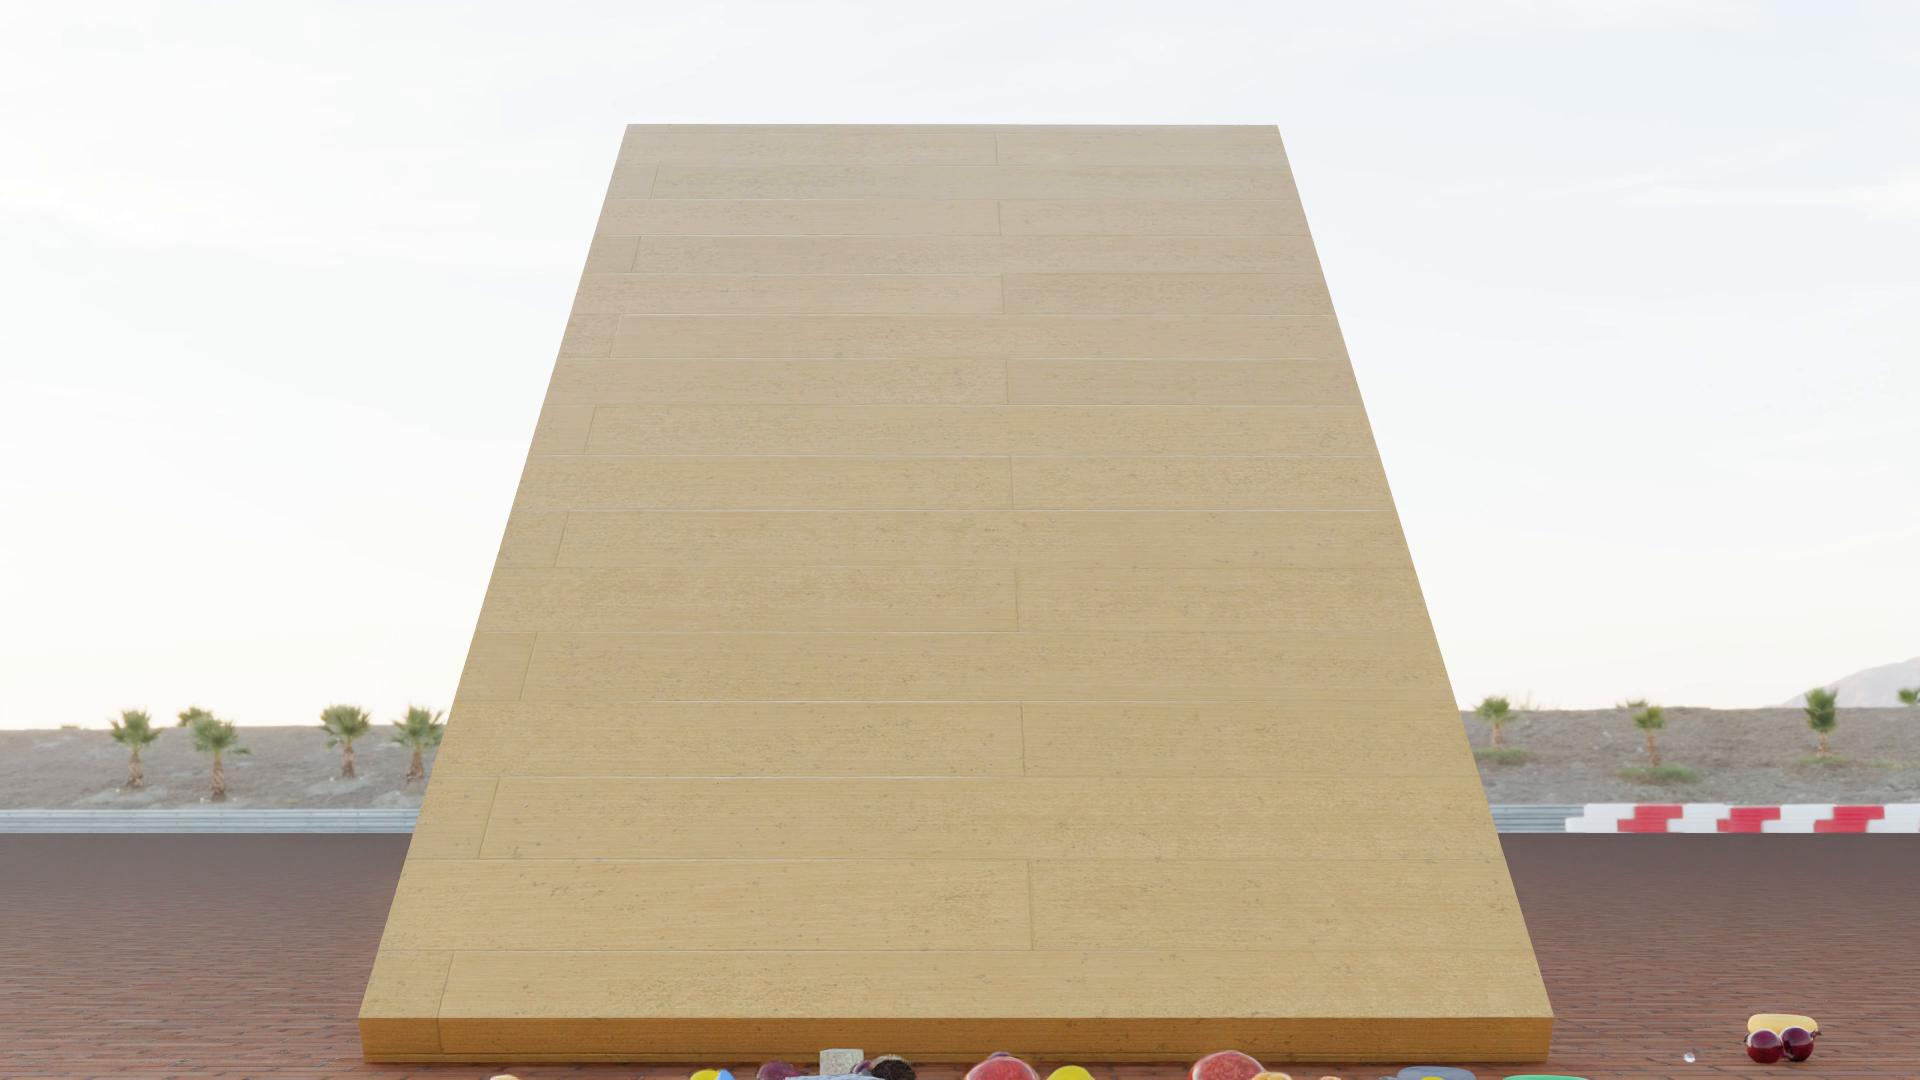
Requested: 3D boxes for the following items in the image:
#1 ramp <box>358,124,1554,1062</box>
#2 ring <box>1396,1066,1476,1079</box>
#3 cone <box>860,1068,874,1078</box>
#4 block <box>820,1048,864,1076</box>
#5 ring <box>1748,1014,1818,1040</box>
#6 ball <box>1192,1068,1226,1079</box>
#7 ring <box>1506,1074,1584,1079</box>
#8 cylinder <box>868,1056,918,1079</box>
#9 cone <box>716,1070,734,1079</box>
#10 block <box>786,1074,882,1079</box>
[{"bbox_3d":[-0.014,-0.198,5.805,2.000,0.100,4.000,0,31,0],"label":"ramp"},{"bbox_3d":[0.705,0.803,3.605,0.120,0.040,0.120,1,-7,0],"label":"ring"},{"bbox_3d":[-0.149,0.780,3.372,0.071,0.071,0.071,-28,-12,9],"label":"cone"},{"bbox_3d":[-0.183,0.815,3.762,0.052,0.052,0.052,-2,-7,17],"label":"block"},{"bbox_3d":[1.550,0.918,4.589,0.126,0.042,0.126,1,-6,0],"label":"ring"},{"bbox_3d":[0.354,0.779,3.462,0.054,0.054,0.054,0,-7,0],"label":"ball"},{"bbox_3d":[0.820,0.775,3.396,0.144,0.048,0.144,1,-8,0],"label":"ring"},{"bbox_3d":[-0.098,0.768,3.444,0.072,0.072,0.072,1,-13,-8],"label":"cylinder"},{"bbox_3d":[-0.342,0.776,3.347,0.071,0.071,0.071,-28,-11,7],"label":"cone"},{"bbox_3d":[-0.148,0.696,2.929,0.094,0.094,0.094,4,-8,-30],"label":"block"}]
